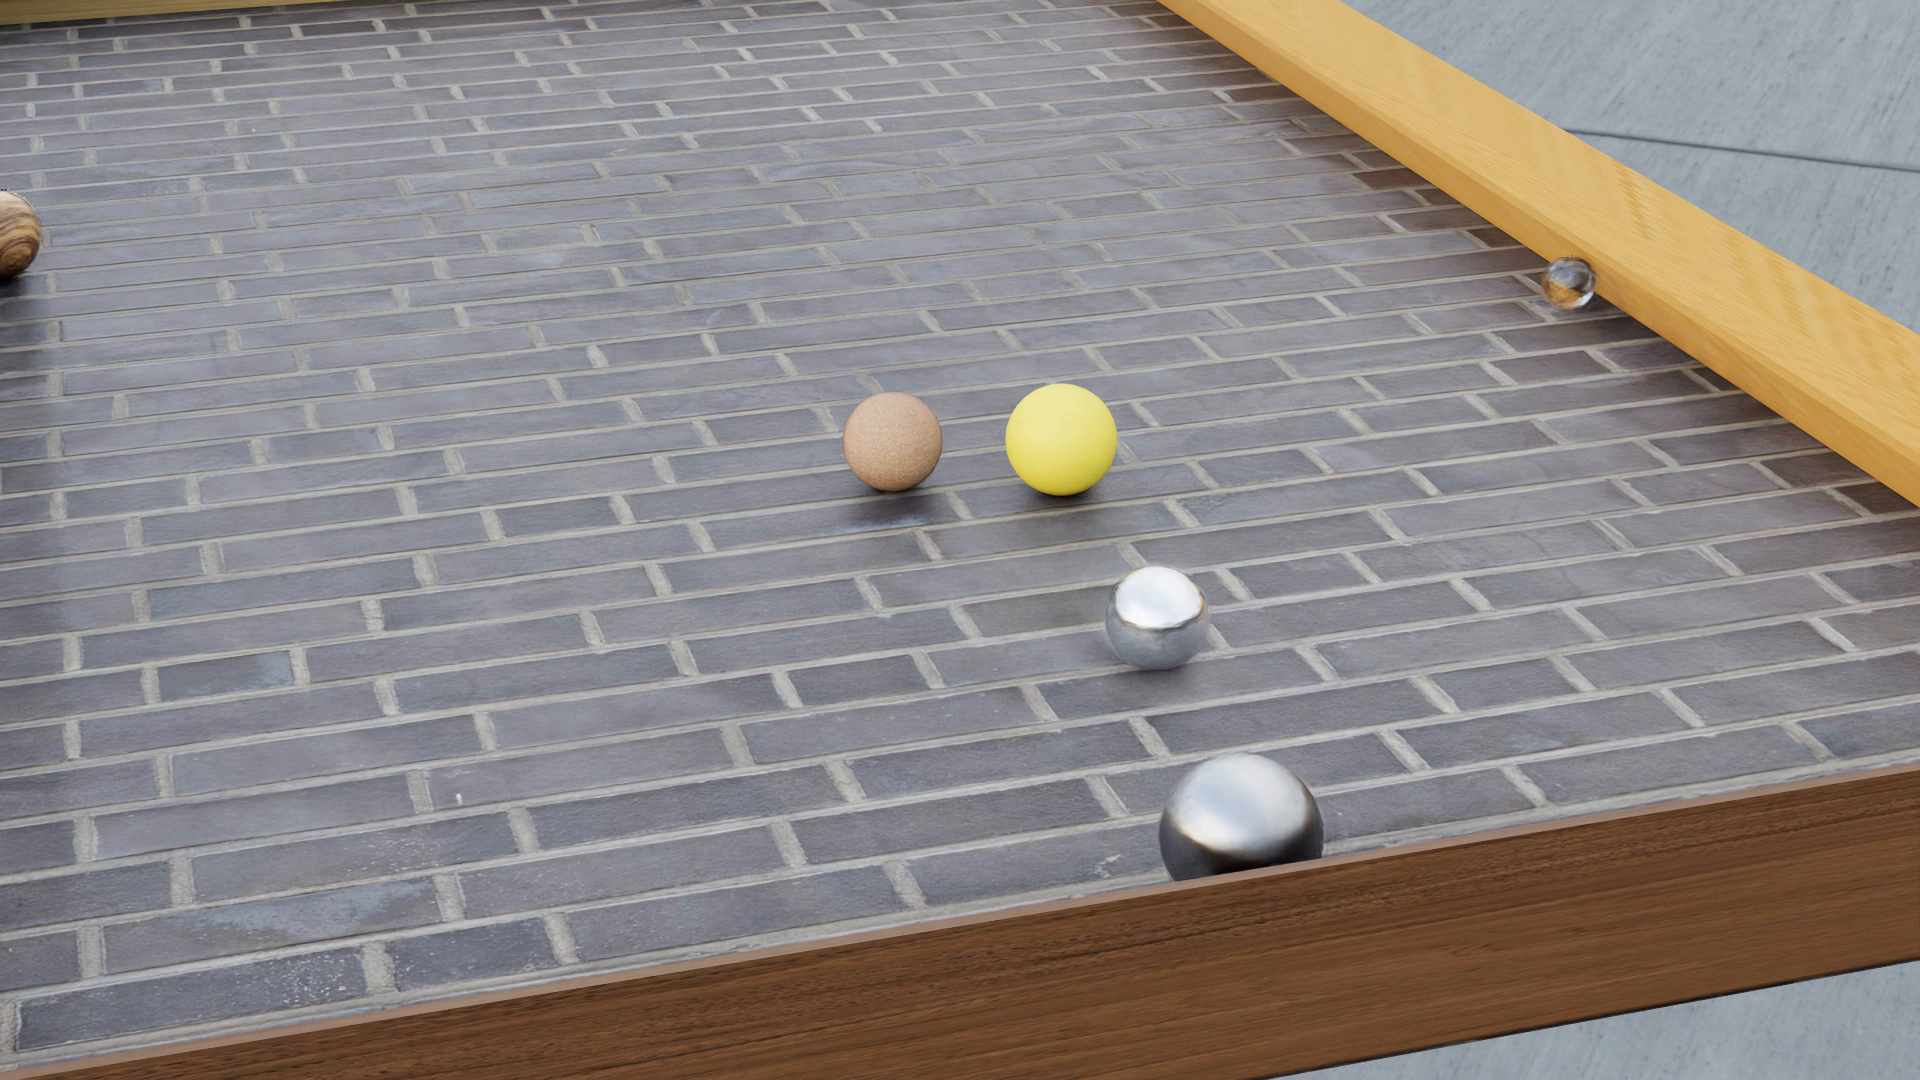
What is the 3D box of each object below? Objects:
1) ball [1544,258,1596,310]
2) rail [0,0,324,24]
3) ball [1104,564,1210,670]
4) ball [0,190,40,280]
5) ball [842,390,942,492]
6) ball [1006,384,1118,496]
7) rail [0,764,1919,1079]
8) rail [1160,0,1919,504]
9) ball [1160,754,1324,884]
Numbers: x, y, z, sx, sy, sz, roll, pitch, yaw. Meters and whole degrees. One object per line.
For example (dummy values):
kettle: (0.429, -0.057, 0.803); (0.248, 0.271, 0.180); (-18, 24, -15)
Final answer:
ball: (0.550, -0.231, 2.657); (0.046, 0.046, 0.046); (0, 24, 0)
rail: (-0.548, -0.759, 3.723); (1.499, 0.128, 0.045); (-7, 25, -15)
ball: (0.134, 0.053, 1.997); (0.071, 0.071, 0.071); (0, 24, 0)
ball: (-0.895, -0.282, 2.724); (0.084, 0.084, 0.084); (0, 24, 0)
ball: (-0.052, -0.076, 2.276); (0.078, 0.078, 0.078); (0, 24, 0)
ball: (0.078, -0.077, 2.266); (0.086, 0.086, 0.086); (0, 24, 0)
rail: (0.178, 0.216, 1.564); (1.499, 0.128, 0.045); (-7, 25, -15)
rail: (0.509, -0.359, 2.837); (0.045, 0.128, 2.525); (-7, 25, -15)
ball: (0.163, 0.171, 1.705); (0.095, 0.095, 0.095); (0, 24, 0)
